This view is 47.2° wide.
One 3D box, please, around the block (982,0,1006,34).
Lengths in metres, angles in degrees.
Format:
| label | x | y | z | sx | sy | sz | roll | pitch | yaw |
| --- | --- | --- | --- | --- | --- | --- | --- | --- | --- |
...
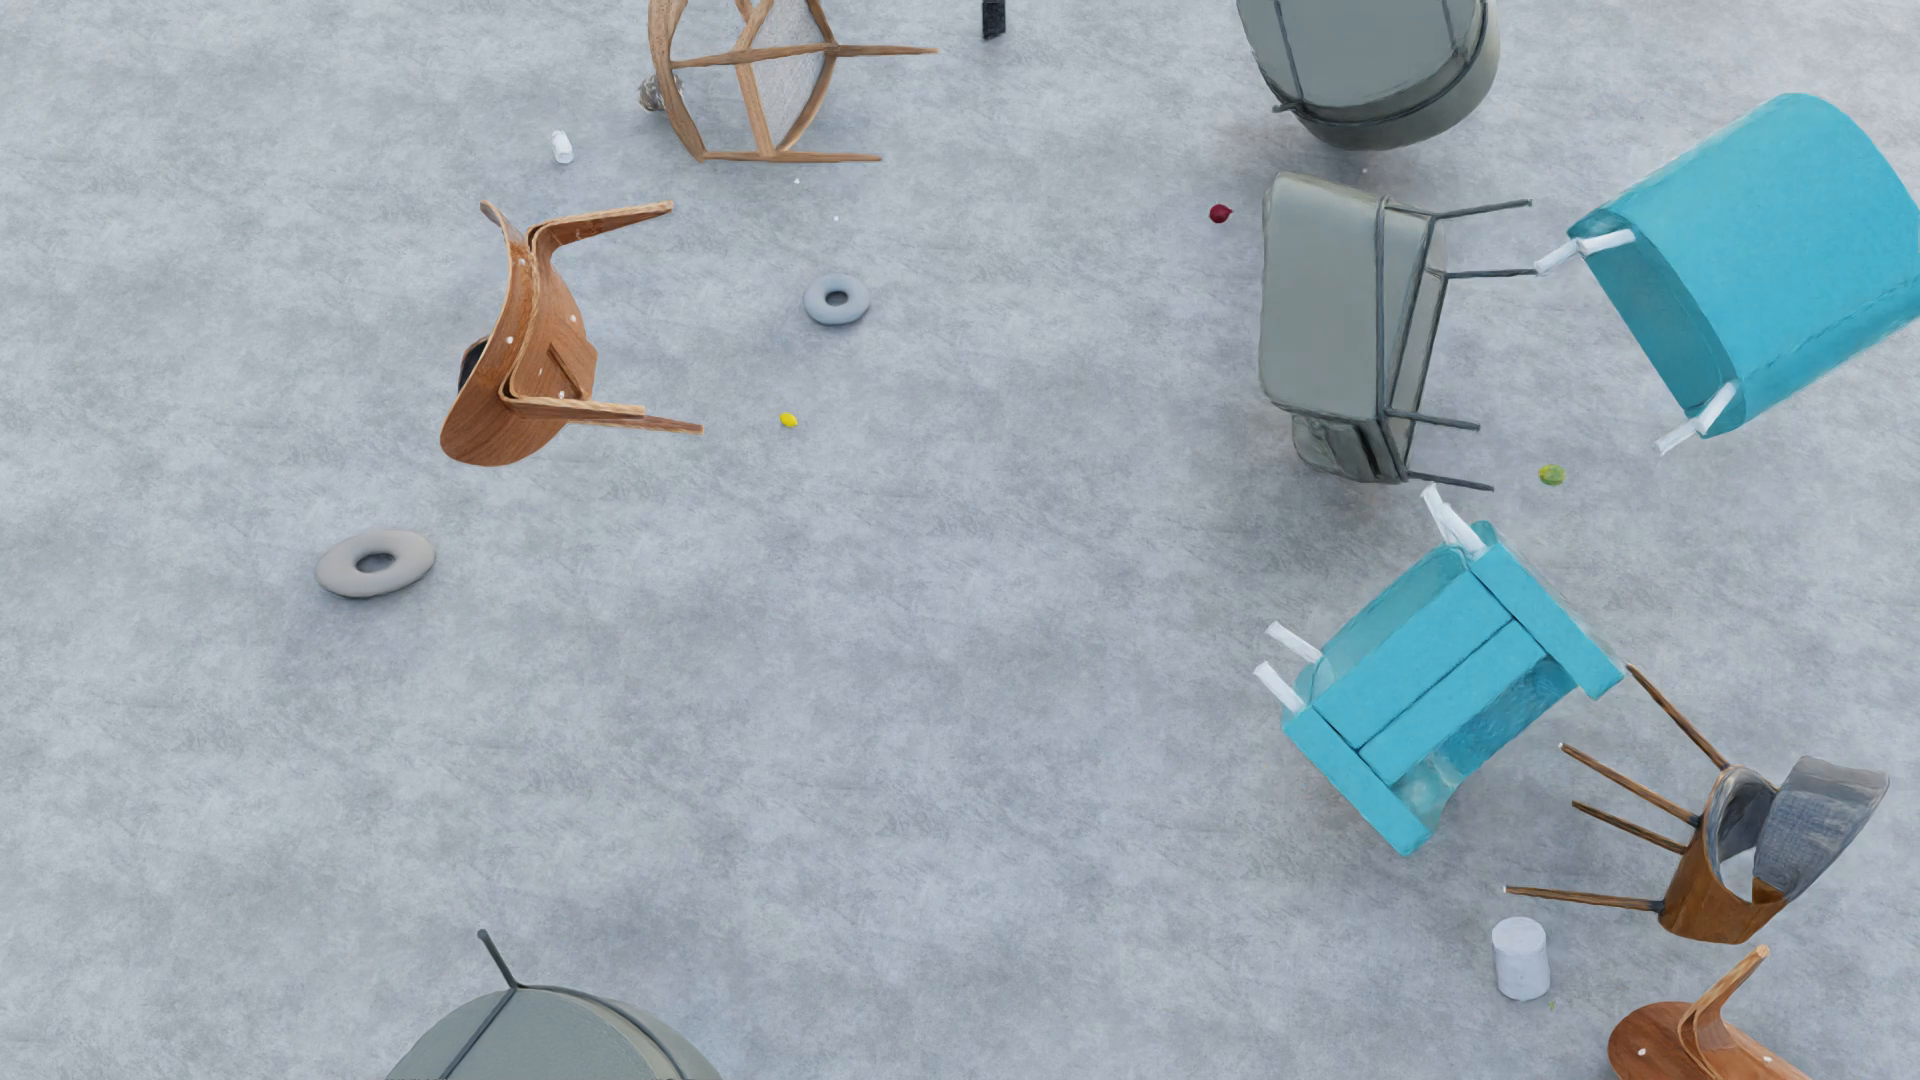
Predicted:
| label | x | y | z | sx | sy | sz | roll | pitch | yaw |
| --- | --- | --- | --- | --- | --- | --- | --- | --- | --- |
| block | 0.119 | -1.847 | 7.735 | 0.079 | 0.115 | 0.064 | -3 | 31 | -2 |

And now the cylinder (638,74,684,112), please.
| label | x | y | z | sx | sy | sz | roll | pitch | yaw |
| --- | --- | --- | --- | --- | --- | --- | --- | --- | --- |
| cylinder | -1.016 | -1.521 | 7.470 | 0.134 | 0.113 | 0.172 | -43 | 21 | -9 |

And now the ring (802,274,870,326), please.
| label | x | y | z | sx | sy | sz | roll | pitch | yaw |
| --- | --- | --- | --- | --- | --- | --- | --- | --- | --- |
| ring | -0.396 | -0.773 | 7.064 | 0.219 | 0.048 | 0.212 | 9 | 55 | 7 |

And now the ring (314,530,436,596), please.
| label | x | y | z | sx | sy | sz | roll | pitch | yaw |
| --- | --- | --- | --- | --- | --- | --- | --- | --- | --- |
| ring | -1.726 | 0.068 | 6.492 | 0.352 | 0.060 | 0.218 | -12 | 59 | -10 |

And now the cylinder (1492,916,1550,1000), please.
| label | x | y | z | sx | sy | sz | roll | pitch | yaw |
| --- | --- | --- | --- | --- | --- | --- | --- | --- | --- |
| cylinder | 1.459 | 1.088 | 5.717 | 0.136 | 0.166 | 0.136 | -14 | 33 | 3 |
